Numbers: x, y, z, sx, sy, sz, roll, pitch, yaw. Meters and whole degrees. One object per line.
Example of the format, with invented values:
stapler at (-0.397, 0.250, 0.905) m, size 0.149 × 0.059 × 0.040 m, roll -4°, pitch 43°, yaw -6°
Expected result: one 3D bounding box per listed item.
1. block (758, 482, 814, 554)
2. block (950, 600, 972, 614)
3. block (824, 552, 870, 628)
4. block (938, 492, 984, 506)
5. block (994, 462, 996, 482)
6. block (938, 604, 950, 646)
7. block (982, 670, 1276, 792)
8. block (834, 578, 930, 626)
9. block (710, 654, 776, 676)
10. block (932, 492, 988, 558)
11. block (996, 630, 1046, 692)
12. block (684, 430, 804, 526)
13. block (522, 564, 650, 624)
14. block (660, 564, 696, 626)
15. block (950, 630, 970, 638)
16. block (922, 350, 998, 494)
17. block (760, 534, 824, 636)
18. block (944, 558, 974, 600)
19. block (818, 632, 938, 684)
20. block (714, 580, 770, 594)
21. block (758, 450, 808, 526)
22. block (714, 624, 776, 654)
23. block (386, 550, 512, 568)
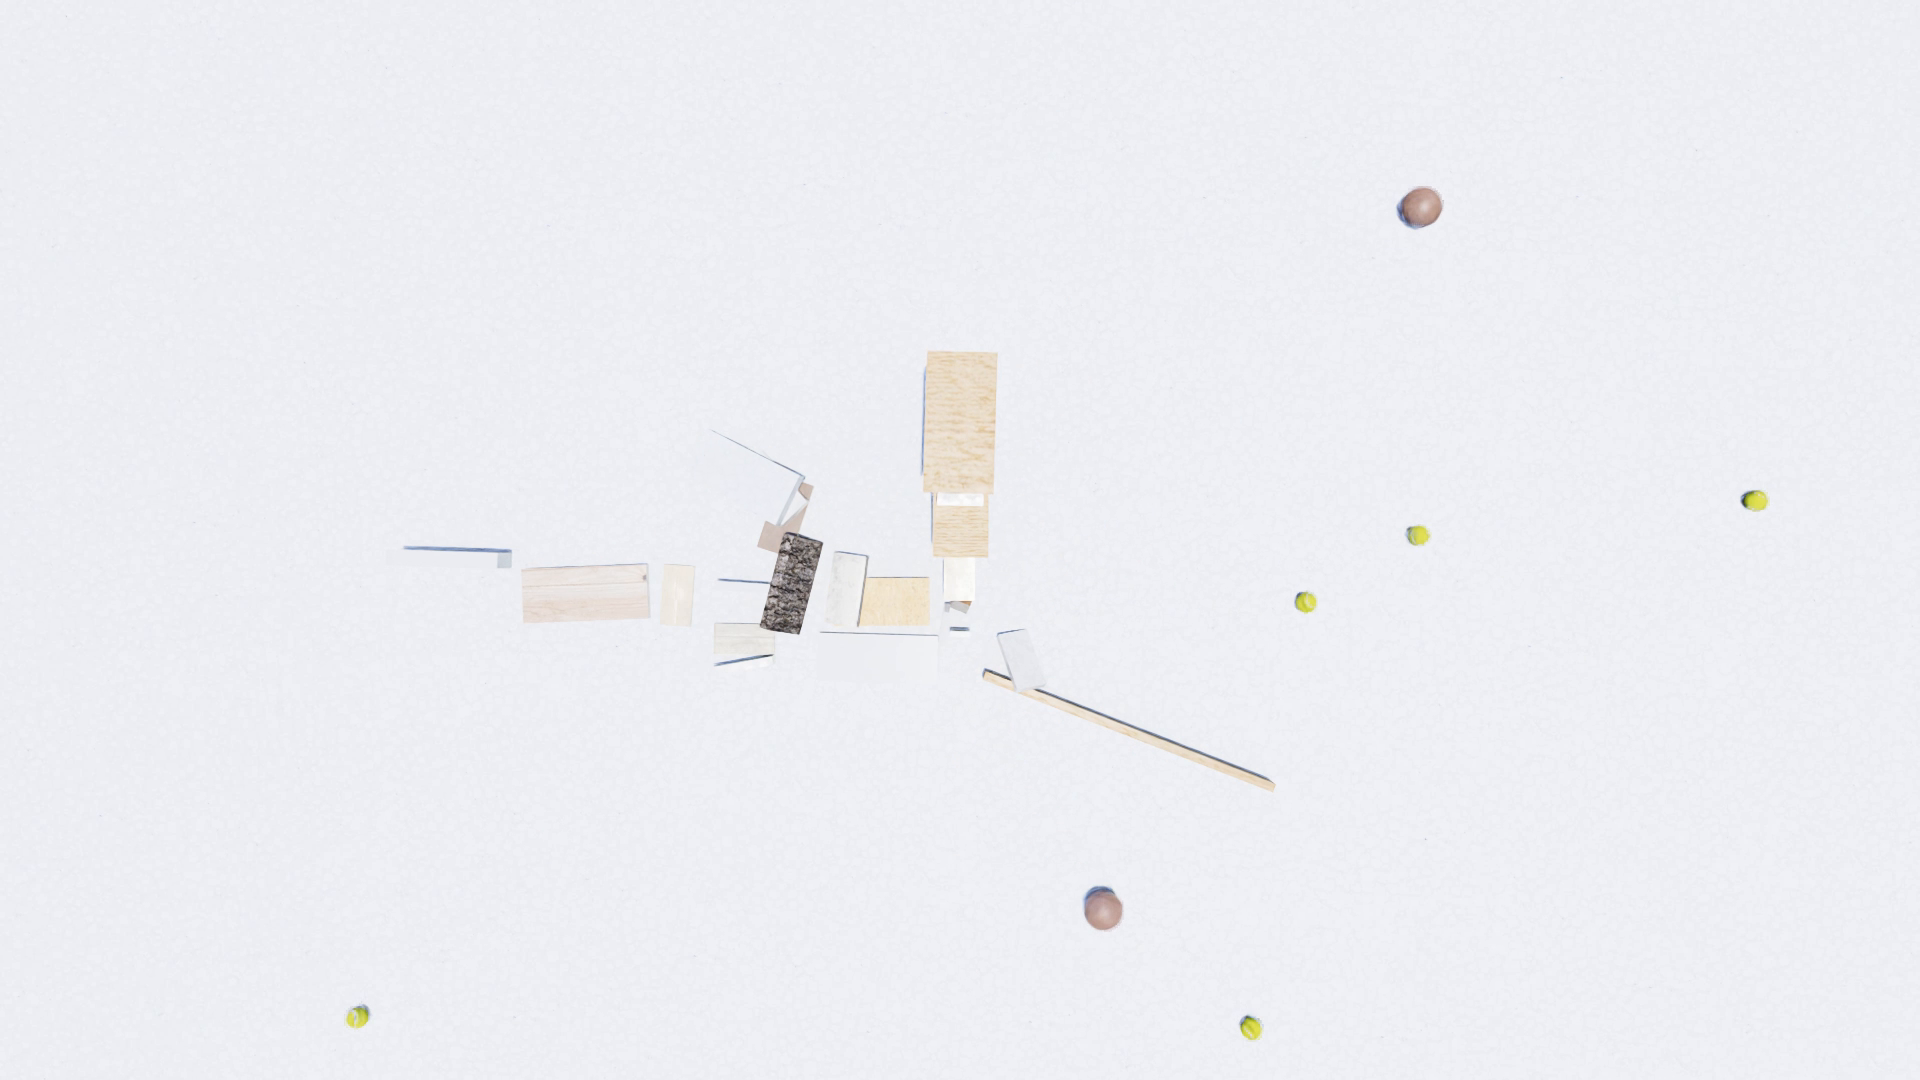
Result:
block at (-0.579, -0.078, 5.483) m, size 0.117 × 0.033 × 0.250 m, roll 18°, pitch 90°, yaw 0°
block at (0.001, 0.211, 5.436) m, size 0.064 × 0.128 × 0.018 m, roll 22°, pitch 74°, yaw 0°
block at (-0.374, 0.164, 5.439) m, size 0.117 × 0.033 × 0.234 m, roll 8°, pitch 90°, yaw 0°
block at (0.004, -0.224, 4.623) m, size 0.128 × 0.036 × 0.256 m, roll 1°, pitch 90°, yaw 0°
block at (0.000, -0.173, 4.425) m, size 0.180 × 0.360 × 0.051 m, roll 1°, pitch 89°, yaw 0°
block at (-0.053, 0.280, 5.443) m, size 0.018 × 0.064 × 0.128 m, roll 10°, pitch 115°, yaw -2°
block at (0.555, 0.629, 5.449) m, size 1.019 × 0.102 × 0.029 m, roll 21°, pitch 90°, yaw 0°
block at (-0.260, 0.205, 5.478) m, size 0.317 × 0.045 × 0.158 m, roll 0°, pitch 90°, yaw 0°
block at (-0.715, 0.414, 5.449) m, size 0.203 × 0.102 × 0.029 m, roll -10°, pitch 90°, yaw 0°
block at (0.003, -0.114, 4.921) m, size 0.166 × 0.047 × 0.331 m, roll 0°, pitch 90°, yaw 0°
block at (0.202, 0.398, 5.428) m, size 0.102 × 0.029 × 0.203 m, roll -10°, pitch 63°, yaw -18°
block at (-0.713, -0.207, 5.432) m, size 0.359 × 0.051 × 0.180 m, roll 27°, pitch 92°, yaw 13°
block at (-1.241, 0.178, 5.475) m, size 0.413 × 0.051 × 0.180 m, roll -2°, pitch 90°, yaw 0°
block at (-0.939, 0.185, 5.486) m, size 0.101 × 0.029 × 0.202 m, roll 4°, pitch 90°, yaw 0°
block at (0.000, 0.307, 5.436) m, size 0.064 × 0.128 × 0.018 m, roll 2°, pitch 90°, yaw 0°
block at (0.001, -0.300, 4.219) m, size 0.180 × 0.051 × 0.360 m, roll 2°, pitch 90°, yaw 0°
block at (-0.553, 0.147, 5.422) m, size 0.045 × 0.158 × 0.317 m, roll 15°, pitch 90°, yaw 34°
block at (-0.003, 0.096, 5.290) m, size 0.098 × 0.028 × 0.196 m, roll 0°, pitch 90°, yaw 0°
block at (-0.272, 0.392, 5.478) m, size 0.395 × 0.045 × 0.158 m, roll 2°, pitch 90°, yaw 0°
block at (-0.704, 0.155, 5.450) m, size 0.202 × 0.101 × 0.029 m, roll 4°, pitch 90°, yaw 0°
block at (-0.619, -0.171, 5.452) m, size 0.117 × 0.033 × 0.234 m, roll -44°, pitch 78°, yaw 6°
block at (-0.717, 0.329, 5.486) m, size 0.202 × 0.029 × 0.101 m, roll 1°, pitch 90°, yaw 0°
block at (-1.673, 0.062, 5.410) m, size 0.359 × 0.180 × 0.051 m, roll 2°, pitch 90°, yaw 0°
